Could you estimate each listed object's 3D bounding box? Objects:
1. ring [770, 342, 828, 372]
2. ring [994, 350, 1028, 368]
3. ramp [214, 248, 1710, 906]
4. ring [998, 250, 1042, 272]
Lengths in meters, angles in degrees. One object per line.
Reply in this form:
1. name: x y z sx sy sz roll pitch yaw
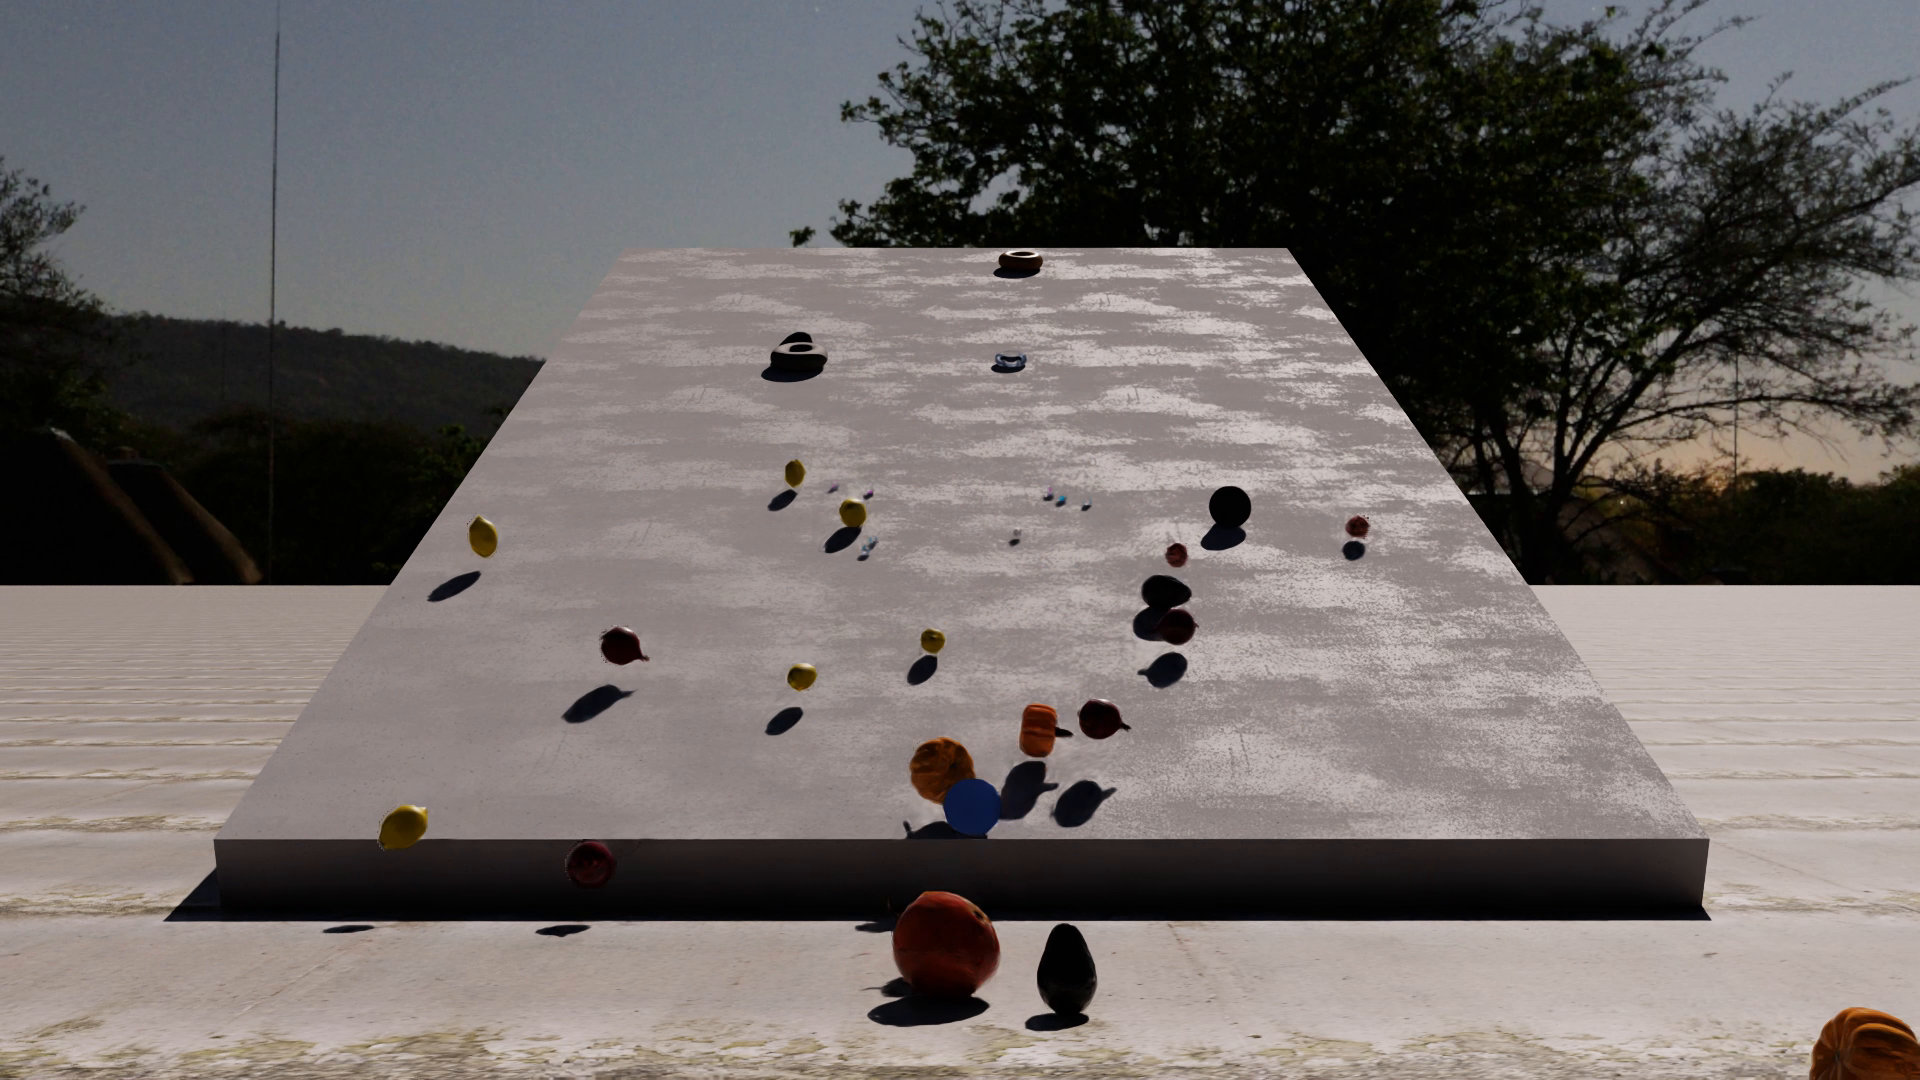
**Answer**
1. ring: -0.388 -0.441 5.414 0.139 0.046 0.139 -1 20 0
2. ring: 0.123 -0.438 5.437 0.080 0.027 0.080 0 20 0
3. ramp: -0.004 -0.194 4.913 2.000 0.100 4.000 0 19 0
4. ring: 0.176 -0.808 6.506 0.130 0.043 0.130 1 18 0
